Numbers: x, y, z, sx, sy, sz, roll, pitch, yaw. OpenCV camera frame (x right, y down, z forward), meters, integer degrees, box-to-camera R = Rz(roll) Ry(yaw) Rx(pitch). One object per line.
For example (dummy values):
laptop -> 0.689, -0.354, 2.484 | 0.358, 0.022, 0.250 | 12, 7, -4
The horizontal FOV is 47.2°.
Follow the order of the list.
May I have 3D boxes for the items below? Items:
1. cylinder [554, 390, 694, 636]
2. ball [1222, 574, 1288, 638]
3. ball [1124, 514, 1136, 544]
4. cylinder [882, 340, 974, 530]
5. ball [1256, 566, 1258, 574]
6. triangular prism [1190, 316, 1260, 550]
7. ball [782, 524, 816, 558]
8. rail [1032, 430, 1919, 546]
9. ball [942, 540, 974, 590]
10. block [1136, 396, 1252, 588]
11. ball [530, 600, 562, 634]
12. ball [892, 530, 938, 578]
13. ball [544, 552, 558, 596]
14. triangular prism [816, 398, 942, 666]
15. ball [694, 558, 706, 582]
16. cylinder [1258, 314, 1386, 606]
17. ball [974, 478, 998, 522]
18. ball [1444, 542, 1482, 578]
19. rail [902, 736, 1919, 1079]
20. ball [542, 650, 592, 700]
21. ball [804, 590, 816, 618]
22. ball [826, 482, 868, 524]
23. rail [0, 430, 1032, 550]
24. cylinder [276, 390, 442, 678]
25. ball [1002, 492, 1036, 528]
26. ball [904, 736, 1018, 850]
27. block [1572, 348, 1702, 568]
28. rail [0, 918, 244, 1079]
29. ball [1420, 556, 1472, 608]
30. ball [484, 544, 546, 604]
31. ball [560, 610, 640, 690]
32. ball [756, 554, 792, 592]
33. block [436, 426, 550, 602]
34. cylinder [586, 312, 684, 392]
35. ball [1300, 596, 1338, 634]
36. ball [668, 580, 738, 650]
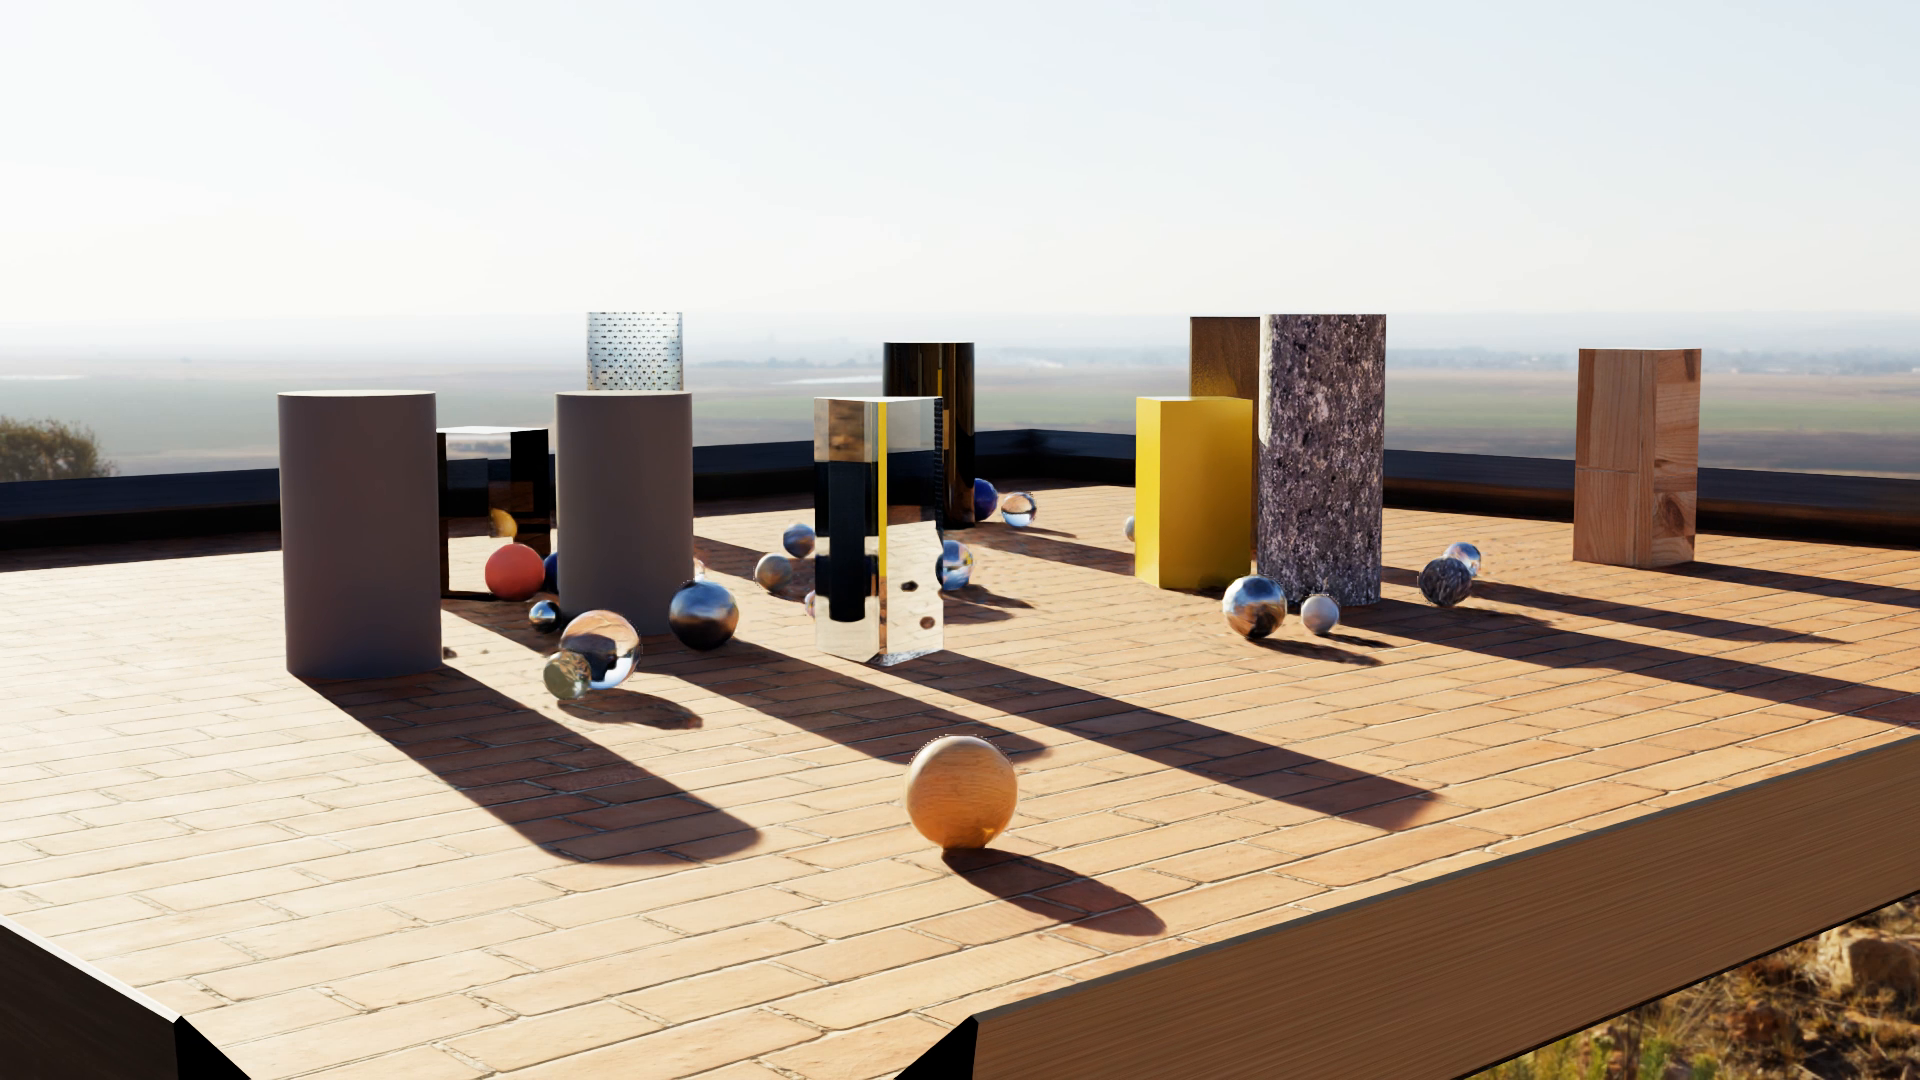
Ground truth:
cylinder -> -0.466, -0.042, 3.063 | 0.189, 0.327, 0.189 | 0, 6, 0
ball -> 0.398, 0.090, 2.966 | 0.086, 0.086, 0.086 | 0, 6, 0
ball -> 0.338, -0.021, 4.154 | 0.056, 0.056, 0.056 | 0, 6, 0
cylinder -> -0.064, -0.215, 4.472 | 0.189, 0.376, 0.189 | 0, 6, 0
ball -> 0.499, 0.050, 3.498 | 0.054, 0.054, 0.054 | 0, 6, 0
triangular prism -> 0.512, -0.202, 4.104 | 0.163, 0.428, 0.141 | 1, 6, 8
ball -> -0.286, 0.001, 3.919 | 0.062, 0.062, 0.062 | 0, 6, 0
rail -> 1.342, -0.098, 4.563 | 0.045, 0.122, 3.449 | -6, 8, -42
ball -> -0.018, 0.039, 3.470 | 0.080, 0.080, 0.080 | 0, 6, 0
block -> 0.377, -0.080, 3.569 | 0.151, 0.298, 0.151 | -1, 6, -10
ball -> -0.568, 0.105, 3.013 | 0.045, 0.045, 0.045 | 0, 6, 0
ball -> -0.074, 0.023, 3.641 | 0.078, 0.078, 0.078 | 0, 6, 0
ball -> -0.609, 0.051, 3.371 | 0.070, 0.070, 0.070 | 0, 6, 0
triangular prism -> -0.082, -0.017, 2.825 | 0.141, 0.329, 0.163 | -4, 7, -34
ball -> -0.432, 0.051, 3.529 | 0.045, 0.045, 0.045 | 0, 6, 0
cylinder -> 0.550, -0.127, 3.356 | 0.189, 0.434, 0.189 | 0, 6, 0
ball -> 0.035, -0.083, 4.585 | 0.090, 0.090, 0.090 | 0, 6, 0
ball -> 0.821, 0.034, 3.598 | 0.064, 0.064, 0.064 | 0, 6, 0
rail -> 1.154, 0.163, 2.089 | 3.698, 0.122, 0.045 | -6, 8, -42
ball -> -0.447, 0.154, 2.501 | 0.056, 0.056, 0.056 | 0, 6, 0
ball -> -0.203, 0.092, 3.154 | 0.042, 0.042, 0.042 | 0, 6, 0
ball -> -0.234, -0.077, 4.538 | 0.087, 0.087, 0.087 | 0, 6, 0
rail -> -1.154, -0.100, 4.575 | 3.698, 0.122, 0.045 | -6, 8, -42
cylinder -> -0.741, -0.012, 2.721 | 0.189, 0.340, 0.189 | 0, 6, 0
ball -> 0.120, -0.061, 4.459 | 0.072, 0.072, 0.072 | 0, 6, 0
ball -> 0.001, 0.208, 1.809 | 0.094, 0.094, 0.094 | 0, 6, 0
block -> 1.189, -0.149, 3.862 | 0.151, 0.373, 0.151 | -6, 8, -44
rail -> -1.342, 0.162, 2.101 | 0.045, 0.122, 3.449 | -6, 8, -42
ball -> 0.724, 0.062, 3.279 | 0.075, 0.075, 0.075 | 0, 6, 0
ball -> -0.671, 0.050, 3.313 | 0.090, 0.090, 0.090 | 0, 6, 0
ball -> -0.421, 0.128, 2.568 | 0.094, 0.094, 0.094 | 0, 6, 0
ball -> -0.292, 0.052, 3.458 | 0.059, 0.059, 0.059 | 0, 6, 0
block -> -0.746, -0.044, 3.424 | 0.151, 0.256, 0.151 | 3, 7, 26
cylinder -> -0.635, -0.228, 4.307 | 0.189, 0.436, 0.189 | 0, 6, 0
ball -> 0.493, 0.102, 3.013 | 0.052, 0.052, 0.052 | 0, 6, 0
ball -> -0.334, 0.098, 2.866 | 0.091, 0.091, 0.091 | 0, 6, 0
